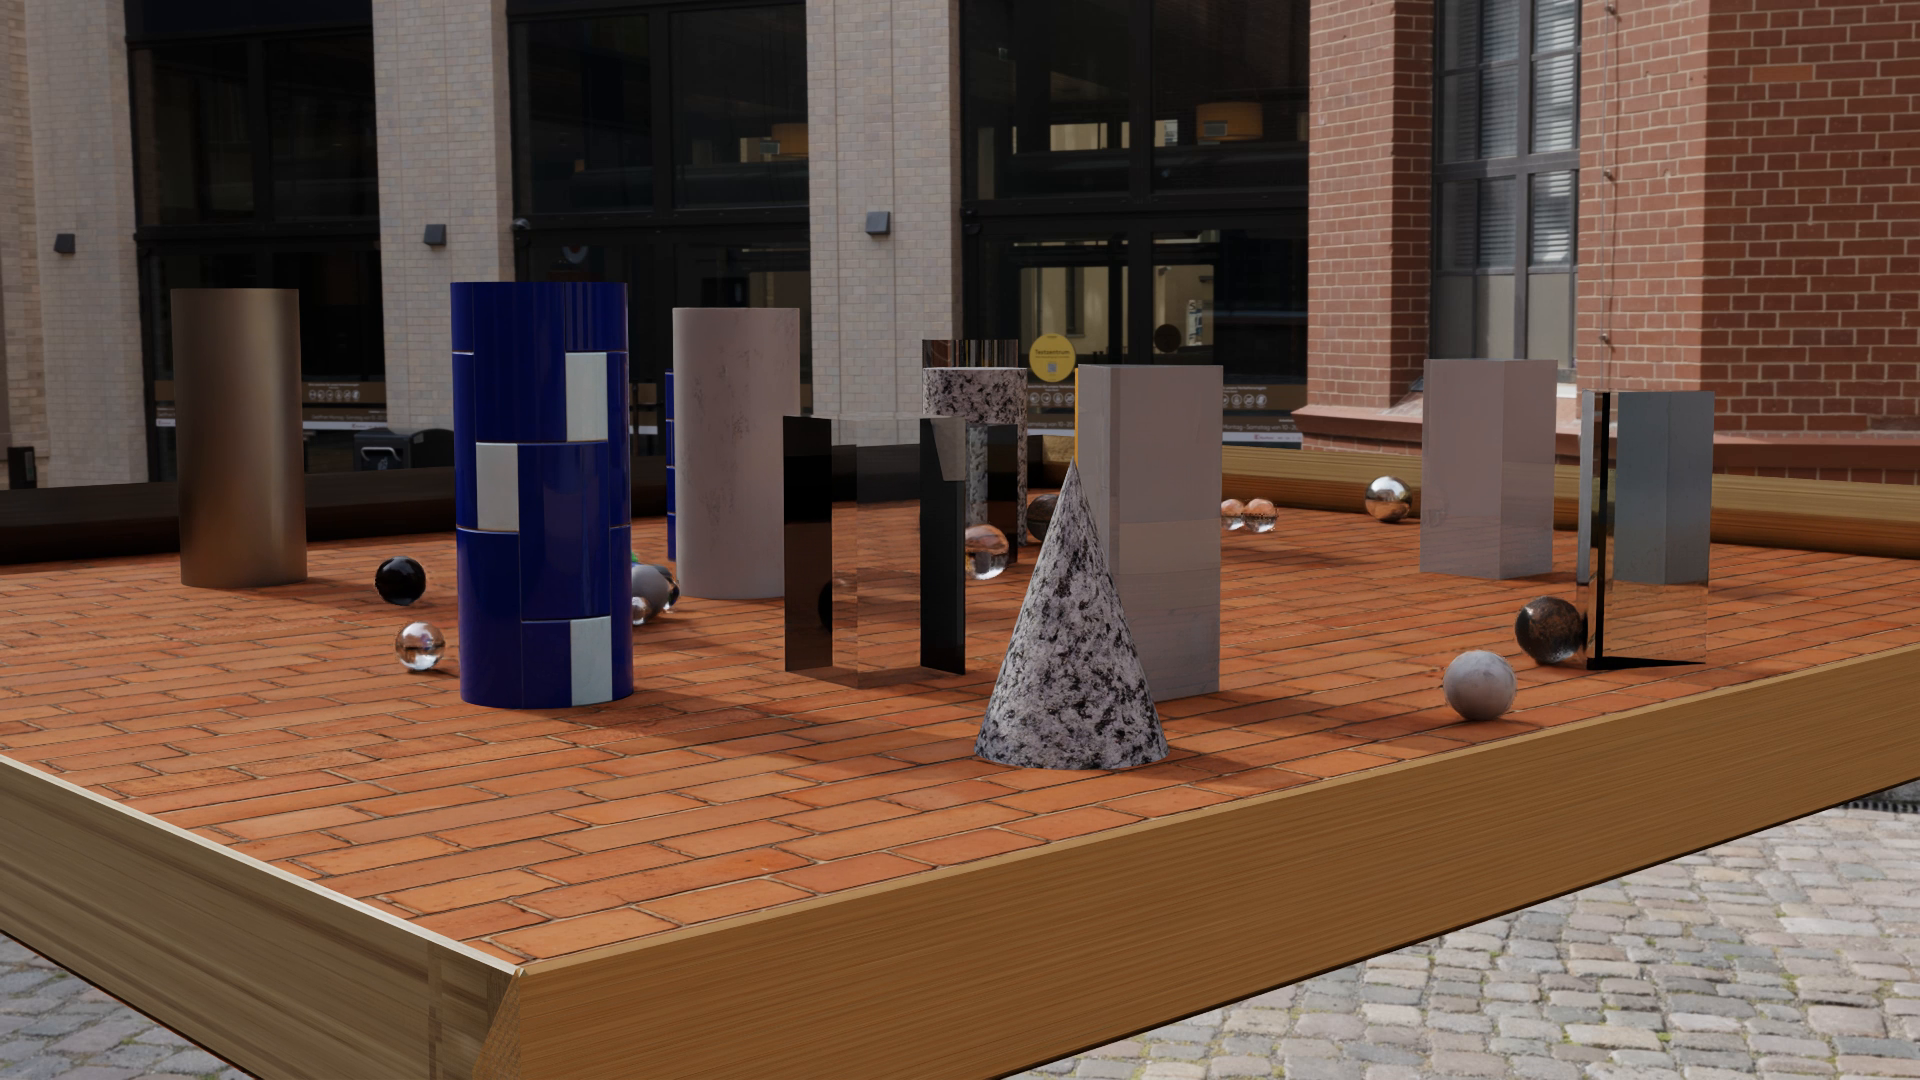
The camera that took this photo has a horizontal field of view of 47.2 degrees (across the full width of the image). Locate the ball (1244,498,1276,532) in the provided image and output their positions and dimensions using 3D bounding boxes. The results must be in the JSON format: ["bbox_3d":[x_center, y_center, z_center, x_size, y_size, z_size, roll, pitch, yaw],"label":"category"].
[{"bbox_3d":[0.606,-0.050,4.444,0.068,0.068,0.068,0,6,0],"label":"ball"}]

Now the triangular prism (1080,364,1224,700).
[{"bbox_3d":[0.191,-0.013,2.572,0.173,0.382,0.150,-5,8,-40],"label":"triangular prism"}]

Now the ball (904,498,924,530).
[{"bbox_3d":[-0.079,-0.052,4.466,0.068,0.068,0.068,0,6,0],"label":"ball"}]

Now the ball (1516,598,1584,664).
[{"bbox_3d":[0.747,0.114,2.787,0.084,0.084,0.084,0,6,0],"label":"ball"}]

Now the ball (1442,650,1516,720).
[{"bbox_3d":[0.566,0.158,2.397,0.077,0.077,0.077,0,6,0],"label":"ball"}]

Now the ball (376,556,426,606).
[{"bbox_3d":[-0.847,0.062,3.333,0.075,0.075,0.075,0,6,0],"label":"ball"}]

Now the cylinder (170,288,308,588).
[{"bbox_3d":[-1.184,-0.171,3.617,0.199,0.480,0.199,0,6,0],"label":"cylinder"}]

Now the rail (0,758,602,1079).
[{"bbox_3d":[-1.237,0.152,2.197,0.045,0.129,3.077,-5,8,-42],"label":"rail"}]

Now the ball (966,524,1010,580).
[{"bbox_3d":[0.036,0.019,3.651,0.094,0.094,0.094,0,6,0],"label":"ball"}]

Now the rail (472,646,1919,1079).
[{"bbox_3d":[1.027,0.149,2.224,3.412,0.129,0.045,-5,8,-42],"label":"rail"}]

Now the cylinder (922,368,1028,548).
[{"bbox_3d":[0.029,-0.159,4.195,0.199,0.336,0.199,0,6,0],"label":"cylinder"}]

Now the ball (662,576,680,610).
[{"bbox_3d":[-0.445,0.079,3.284,0.052,0.052,0.052,0,6,0],"label":"ball"}]

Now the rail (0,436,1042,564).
[{"bbox_3d":[-1.027,-0.082,4.439,3.412,0.129,0.045,-5,8,-42],"label":"rail"}]

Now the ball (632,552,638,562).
[{"bbox_3d":[-0.547,0.046,3.494,0.074,0.074,0.074,0,6,0],"label":"ball"}]

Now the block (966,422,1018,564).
[{"bbox_3d":[-0.008,-0.080,3.872,0.159,0.246,0.159,4,7,32],"label":"block"}]

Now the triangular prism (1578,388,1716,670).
[{"bbox_3d":[0.840,-0.020,2.815,0.173,0.345,0.150,-2,6,-19],"label":"triangular prism"}]

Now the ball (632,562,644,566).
[{"bbox_3d":[-0.495,0.067,3.327,0.067,0.067,0.067,0,6,0],"label":"ball"}]

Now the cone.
[{"bbox_3d":[0.113,0.064,2.224,0.199,0.301,0.199,0,6,0],"label":"cone"}]

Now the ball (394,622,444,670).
[{"bbox_3d":[-0.671,0.132,2.731,0.061,0.061,0.061,0,6,0],"label":"ball"}]

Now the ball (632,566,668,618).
[{"bbox_3d":[-0.462,0.075,3.193,0.078,0.078,0.078,0,6,0],"label":"ball"}]

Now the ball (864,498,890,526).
[{"bbox_3d":[-0.173,-0.059,4.581,0.057,0.057,0.057,0,6,0],"label":"ball"}]

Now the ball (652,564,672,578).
[{"bbox_3d":[-0.479,0.061,3.478,0.046,0.046,0.046,0,6,0],"label":"ball"}]

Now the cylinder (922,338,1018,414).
[{"bbox_3d":[0.021,-0.225,4.590,0.199,0.386,0.199,0,6,0],"label":"cylinder"}]

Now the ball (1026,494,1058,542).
[{"bbox_3d":[0.173,-0.042,4.232,0.095,0.095,0.095,0,6,0],"label":"ball"}]

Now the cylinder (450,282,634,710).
[{"bbox_3d":[-0.481,-0.057,2.542,0.199,0.476,0.199,0,6,0],"label":"cylinder"}]

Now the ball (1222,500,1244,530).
[{"bbox_3d":[0.555,-0.052,4.489,0.062,0.062,0.062,0,6,0],"label":"ball"}]

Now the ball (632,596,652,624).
[{"bbox_3d":[-0.459,0.100,3.131,0.041,0.041,0.041,0,6,0],"label":"ball"}]

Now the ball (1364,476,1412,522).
[{"bbox_3d":[0.906,-0.087,4.646,0.100,0.100,0.100,0,6,0],"label":"ball"}]

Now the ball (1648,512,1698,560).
[{"bbox_3d":[1.280,-0.007,3.950,0.085,0.085,0.085,0,6,0],"label":"ball"}]

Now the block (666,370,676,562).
[{"bbox_3d":[-0.412,-0.131,3.905,0.159,0.342,0.159,-4,7,-36],"label":"block"}]

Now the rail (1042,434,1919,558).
[{"bbox_3d":[1.237,-0.084,4.467,0.045,0.129,3.077,-5,8,-42],"label":"rail"}]

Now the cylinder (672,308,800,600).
[{"bbox_3d":[-0.352,-0.142,3.482,0.199,0.449,0.199,0,6,0],"label":"cylinder"}]

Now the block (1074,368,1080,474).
[{"bbox_3d":[0.326,-0.157,4.174,0.159,0.336,0.159,-3,7,-26],"label":"block"}]

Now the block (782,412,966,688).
[{"bbox_3d":[-0.105,0.007,2.693,0.159,0.317,0.159,-4,7,-37],"label":"block"}]

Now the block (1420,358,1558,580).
[{"bbox_3d":[0.901,-0.126,3.751,0.159,0.363,0.159,-6,8,-43],"label":"block"}]
